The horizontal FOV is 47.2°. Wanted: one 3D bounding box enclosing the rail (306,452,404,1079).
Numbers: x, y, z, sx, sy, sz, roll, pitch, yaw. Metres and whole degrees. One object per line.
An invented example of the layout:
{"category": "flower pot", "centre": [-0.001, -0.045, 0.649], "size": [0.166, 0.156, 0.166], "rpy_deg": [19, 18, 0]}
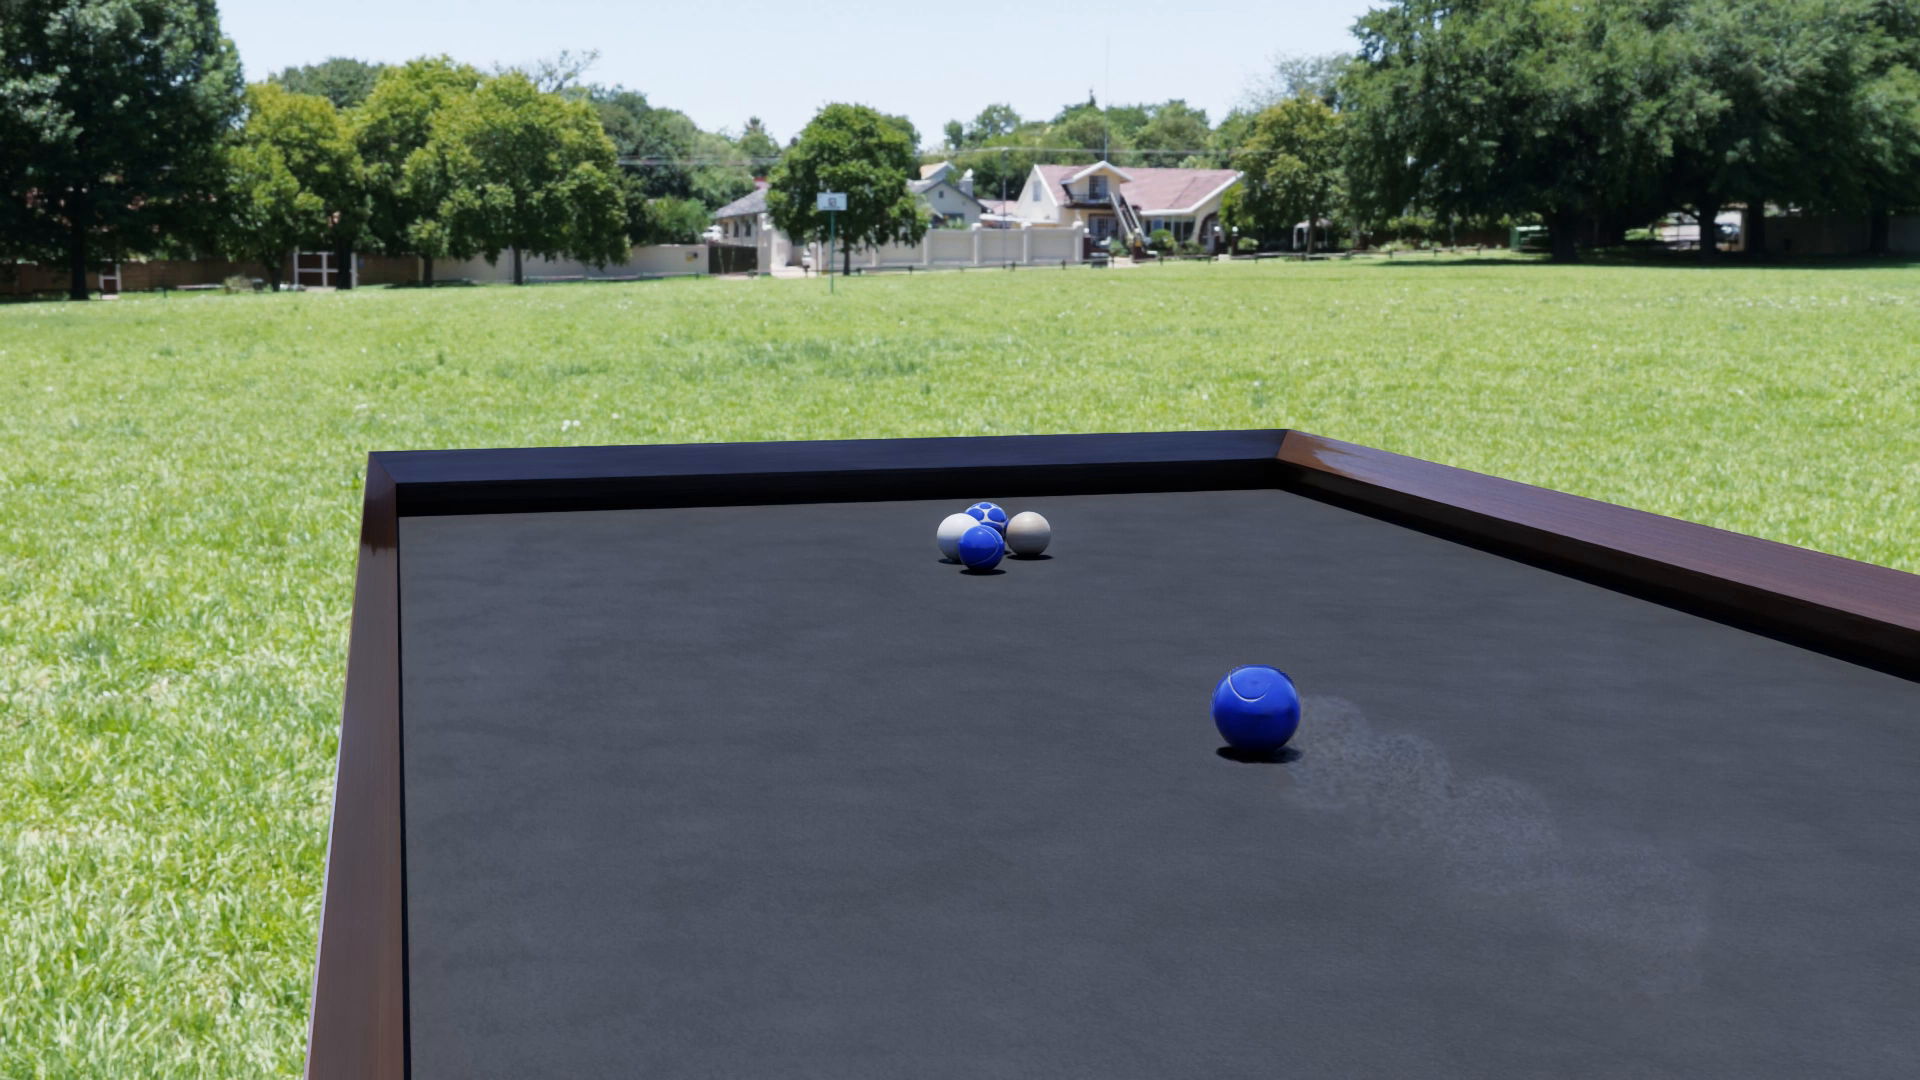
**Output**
{"category": "rail", "centre": [-0.631, 0.125, 2.380], "size": [0.045, 0.112, 3.270], "rpy_deg": [-2, 9, -14]}

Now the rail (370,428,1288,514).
{"category": "rail", "centre": [-0.196, -0.130, 4.136], "size": [1.768, 0.112, 0.045], "rpy_deg": [-2, 9, -14]}

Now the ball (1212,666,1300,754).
{"category": "ball", "centre": [0.293, 0.169, 2.176], "size": [0.087, 0.087, 0.087], "rpy_deg": [0, 8, 0]}

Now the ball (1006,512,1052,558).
{"category": "ball", "centre": [0.107, -0.009, 3.446], "size": [0.072, 0.072, 0.072], "rpy_deg": [0, 8, 0]}

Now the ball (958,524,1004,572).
{"category": "ball", "centre": [0.032, 0.013, 3.301], "size": [0.071, 0.071, 0.071], "rpy_deg": [0, 8, 0]}

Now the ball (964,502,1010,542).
{"category": "ball", "centre": [0.039, -0.020, 3.495], "size": [0.080, 0.080, 0.080], "rpy_deg": [0, 8, 0]}

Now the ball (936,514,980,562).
{"category": "ball", "centre": [0.001, -0.004, 3.406], "size": [0.074, 0.074, 0.074], "rpy_deg": [0, 8, 0]}

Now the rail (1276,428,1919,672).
{"category": "rail", "centre": [1.036, 0.064, 2.802], "size": [0.045, 0.112, 3.270], "rpy_deg": [-2, 9, -14]}
